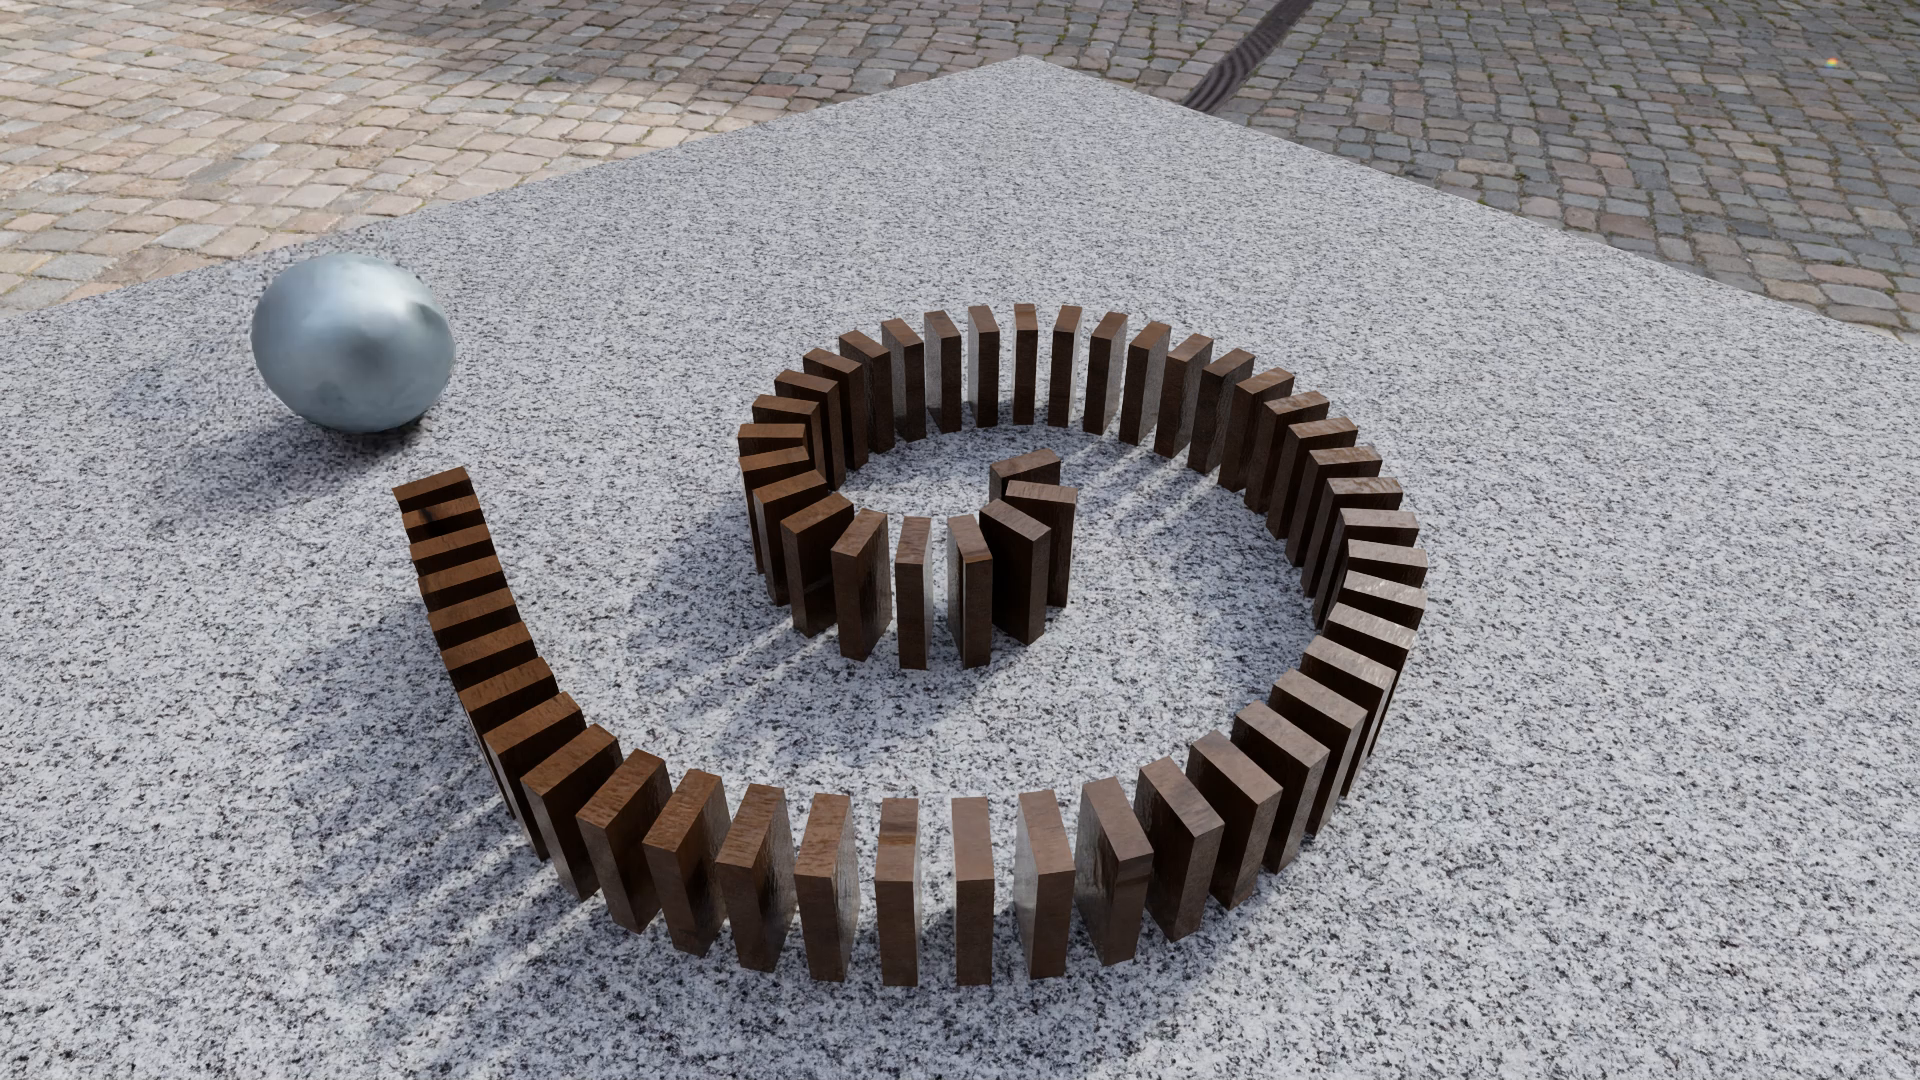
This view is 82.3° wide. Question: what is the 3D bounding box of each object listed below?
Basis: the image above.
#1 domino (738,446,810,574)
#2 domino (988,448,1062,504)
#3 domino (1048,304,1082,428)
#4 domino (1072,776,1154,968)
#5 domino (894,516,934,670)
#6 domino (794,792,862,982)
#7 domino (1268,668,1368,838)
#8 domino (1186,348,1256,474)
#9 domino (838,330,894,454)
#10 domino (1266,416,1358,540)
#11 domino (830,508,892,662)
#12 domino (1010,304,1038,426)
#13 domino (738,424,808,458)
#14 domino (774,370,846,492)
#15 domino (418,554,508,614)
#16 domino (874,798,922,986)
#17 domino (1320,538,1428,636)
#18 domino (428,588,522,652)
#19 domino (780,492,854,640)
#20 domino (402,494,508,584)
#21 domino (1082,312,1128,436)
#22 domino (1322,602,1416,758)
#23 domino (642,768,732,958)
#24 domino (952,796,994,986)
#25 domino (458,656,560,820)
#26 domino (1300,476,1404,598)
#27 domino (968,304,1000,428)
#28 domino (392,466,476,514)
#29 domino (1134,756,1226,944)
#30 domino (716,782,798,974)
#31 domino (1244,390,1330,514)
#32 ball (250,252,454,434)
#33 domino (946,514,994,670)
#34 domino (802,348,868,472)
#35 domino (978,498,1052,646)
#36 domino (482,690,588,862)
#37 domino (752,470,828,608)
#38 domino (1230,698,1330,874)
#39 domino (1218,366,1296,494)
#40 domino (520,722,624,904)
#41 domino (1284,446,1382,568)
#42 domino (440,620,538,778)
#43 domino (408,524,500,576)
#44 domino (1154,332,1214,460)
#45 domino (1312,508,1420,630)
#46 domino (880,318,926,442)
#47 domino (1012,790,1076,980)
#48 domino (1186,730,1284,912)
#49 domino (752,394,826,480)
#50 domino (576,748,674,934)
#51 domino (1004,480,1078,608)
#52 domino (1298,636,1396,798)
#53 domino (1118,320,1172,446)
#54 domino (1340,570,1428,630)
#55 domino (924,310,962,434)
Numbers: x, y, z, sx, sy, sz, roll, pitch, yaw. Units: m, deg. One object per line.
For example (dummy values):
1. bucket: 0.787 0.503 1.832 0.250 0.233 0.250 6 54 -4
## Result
1. domino: -0.069 -0.011 0.425 0.025 0.050 0.009 -12 41 -14
2. domino: 0.024 -0.009 0.423 0.025 0.050 0.010 -17 42 -20
3. domino: 0.049 -0.080 0.509 0.010 0.050 0.025 9 40 10
4. domino: 0.041 0.091 0.300 0.010 0.050 0.025 -11 41 -13
5. domino: -0.016 0.019 0.388 0.009 0.050 0.025 3 39 4
6. domino: -0.035 0.094 0.296 0.009 0.050 0.025 4 40 5
7. domino: 0.104 0.065 0.333 0.025 0.050 0.009 31 49 32
8. domino: 0.114 -0.056 0.479 0.025 0.050 0.009 -32 49 -33
9. domino: -0.041 -0.066 0.492 0.010 0.050 0.025 -28 47 -30
10. domino: 0.141 -0.024 0.441 0.025 0.050 0.009 -9 40 -11
11. domino: -0.034 0.016 0.391 0.009 0.050 0.025 14 41 16
12. domino: 0.030 -0.081 0.511 0.009 0.050 0.025 -1 39 -1
13. domino: -0.073 -0.023 0.439 0.025 0.050 0.009 0 39 0
14. domino: -0.063 -0.046 0.468 0.025 0.050 0.009 16 42 18
15. domino: -0.163 0.031 0.374 0.025 0.050 0.009 -20 43 -22
16. domino: -0.016 0.095 0.295 0.010 0.050 0.025 1 39 1
17. domino: 0.143 0.024 0.383 0.025 0.050 0.009 8 40 10
18. domino: -0.154 0.041 0.361 0.025 0.050 0.010 -21 44 -23
19. domino: -0.050 0.010 0.400 0.025 0.050 0.010 -30 48 -32
20. domino: -0.181 0.009 0.400 0.025 0.050 0.009 -19 43 -22
21. domino: 0.067 -0.076 0.504 0.009 0.050 0.025 16 42 18
22. domino: 0.127 0.046 0.356 0.025 0.050 0.010 22 44 25
23. domino: -0.072 0.089 0.302 0.010 0.050 0.025 11 41 14
24. domino: 0.003 0.095 0.296 0.010 0.050 0.025 -2 39 -3
25. domino: -0.133 0.061 0.337 0.025 0.050 0.009 -25 46 -28
26. domino: 0.146 0.000 0.412 0.025 0.050 0.009 -1 39 -2
27. domino: 0.011 -0.080 0.509 0.009 0.050 0.025 -7 40 -8
28. domino: -0.191 -0.001 0.413 0.025 0.050 0.009 -23 45 -26
29. domino: 0.058 0.087 0.306 0.010 0.050 0.025 -18 43 -20
30. domino: -0.054 0.092 0.299 0.010 0.050 0.025 7 40 9
31. domino: 0.135 -0.036 0.455 0.025 0.050 0.009 -14 41 -17
32. ball: -0.272 -0.088 0.495 0.080 0.080 0.080 0 39 0
33. domino: 0.003 0.019 0.389 0.009 0.050 0.025 -9 40 -11
34. domino: -0.054 -0.057 0.481 0.025 0.050 0.009 23 45 26
35. domino: 0.019 0.012 0.397 0.025 0.050 0.009 31 49 32
36. domino: -0.120 0.071 0.325 0.025 0.050 0.010 -30 48 -32
37. domino: -0.061 0.000 0.412 0.025 0.050 0.009 -21 44 -23
38. domino: 0.090 0.073 0.322 0.009 0.050 0.025 -29 47 -30
39. domino: 0.126 -0.046 0.468 0.025 0.050 0.009 -23 45 -26
40. domino: -0.106 0.079 0.315 0.009 0.050 0.025 26 46 28
41. domino: 0.144 -0.012 0.427 0.025 0.050 0.009 -5 40 -6
42. domino: -0.143 0.051 0.349 0.025 0.050 0.009 -23 44 -25
43. domino: -0.172 0.020 0.387 0.025 0.050 0.009 -19 43 -22
44. domino: 0.099 -0.064 0.489 0.009 0.050 0.025 26 46 28
45. domino: 0.146 0.012 0.397 0.025 0.050 0.009 3 39 4
46. domino: -0.025 -0.072 0.500 0.010 0.050 0.025 -18 43 -20
47. domino: 0.022 0.094 0.297 0.010 0.050 0.025 -6 40 -7
48. domino: 0.075 0.080 0.313 0.009 0.050 0.025 -24 45 -26
49. domino: -0.070 -0.035 0.454 0.025 0.050 0.010 10 40 11
50. domino: -0.090 0.085 0.308 0.010 0.050 0.025 17 42 19
51. domino: 0.029 0.002 0.409 0.025 0.050 0.010 7 40 9
52. domino: 0.116 0.056 0.344 0.025 0.050 0.009 27 46 29
53. domino: 0.083 -0.071 0.498 0.010 0.050 0.025 21 44 23
54. domino: 0.137 0.035 0.369 0.025 0.050 0.010 16 42 19
55. domino: -0.008 -0.077 0.505 0.009 0.050 0.025 -12 41 -14
